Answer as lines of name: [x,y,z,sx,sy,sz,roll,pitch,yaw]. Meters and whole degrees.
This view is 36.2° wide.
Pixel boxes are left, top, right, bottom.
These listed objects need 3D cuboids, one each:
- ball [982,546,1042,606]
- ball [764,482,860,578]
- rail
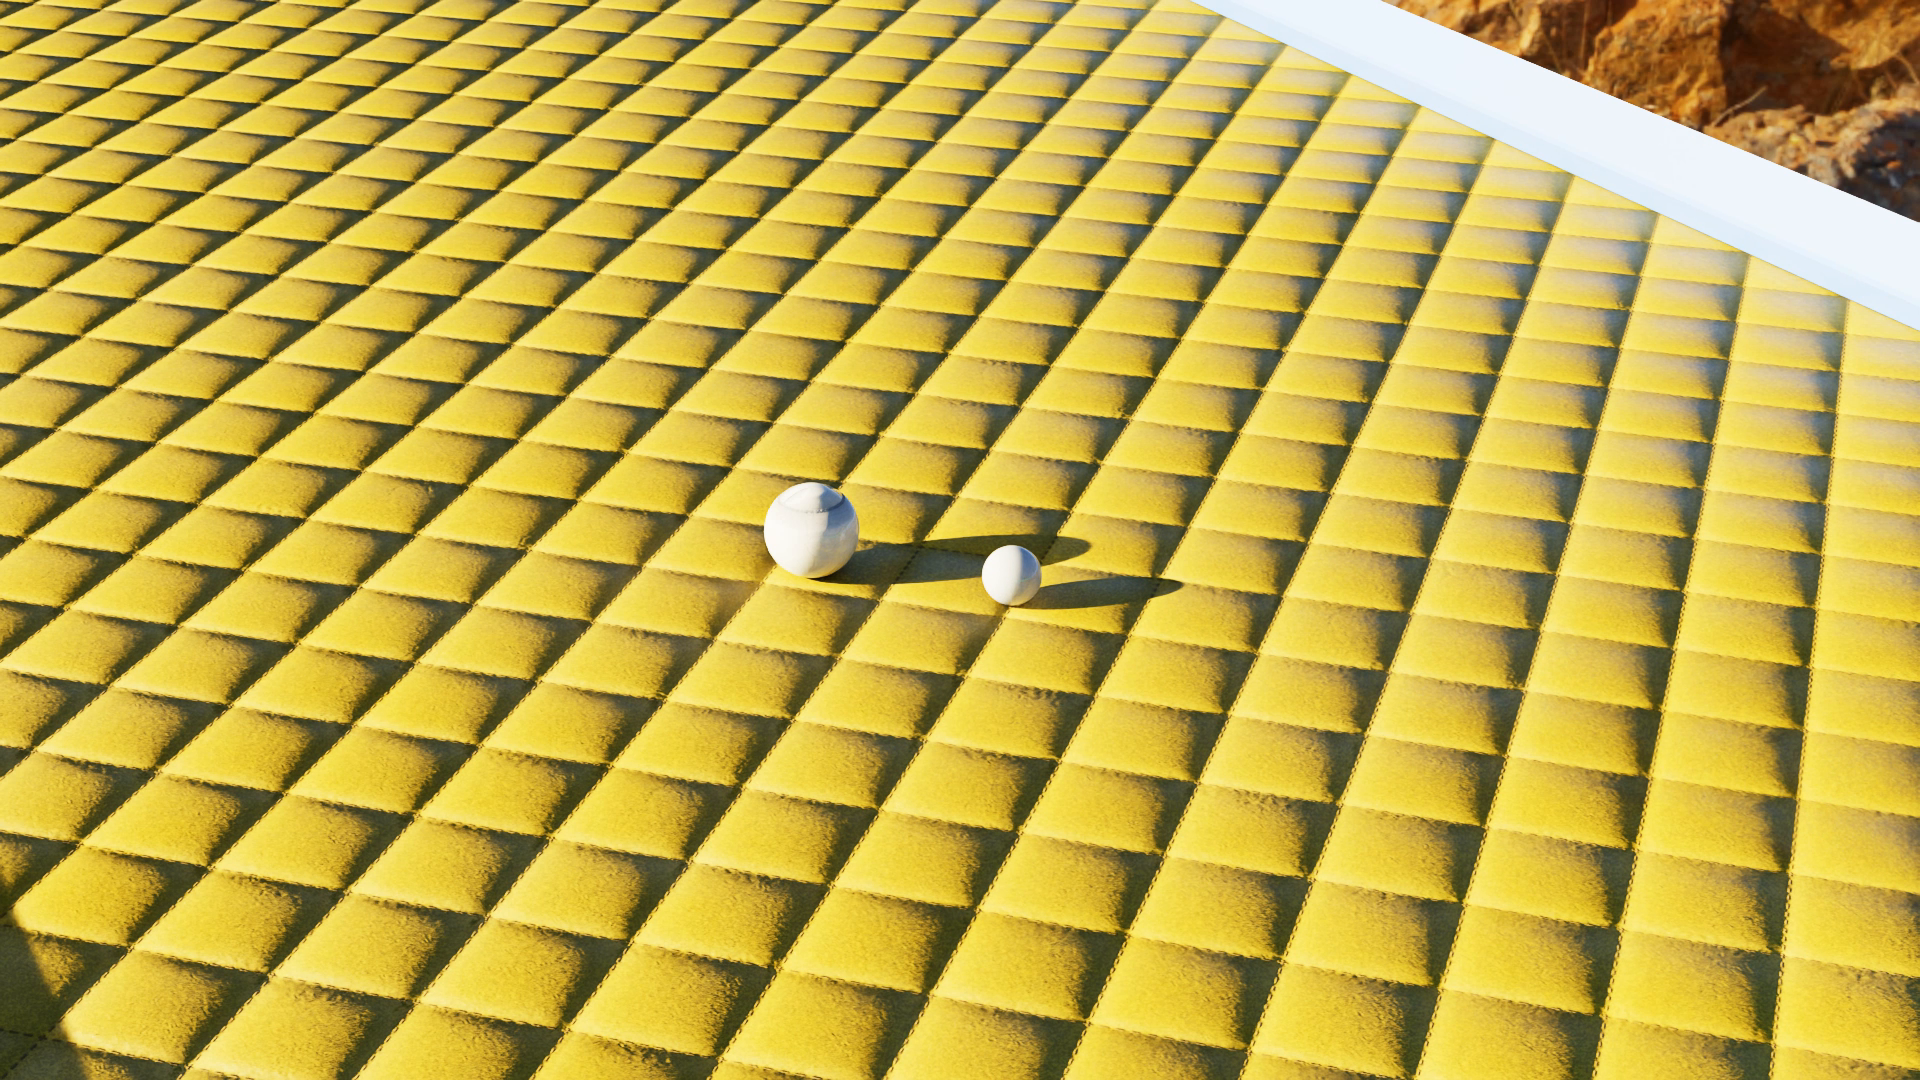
ball: [0.036,0.024,2.021,0.042,0.042,0.042,0,26,0]
ball: [-0.103,-0.007,2.056,0.067,0.067,0.067,0,26,0]
rail: [0.399,-0.537,3.121,0.045,0.089,3.495,-13,29,-25]
